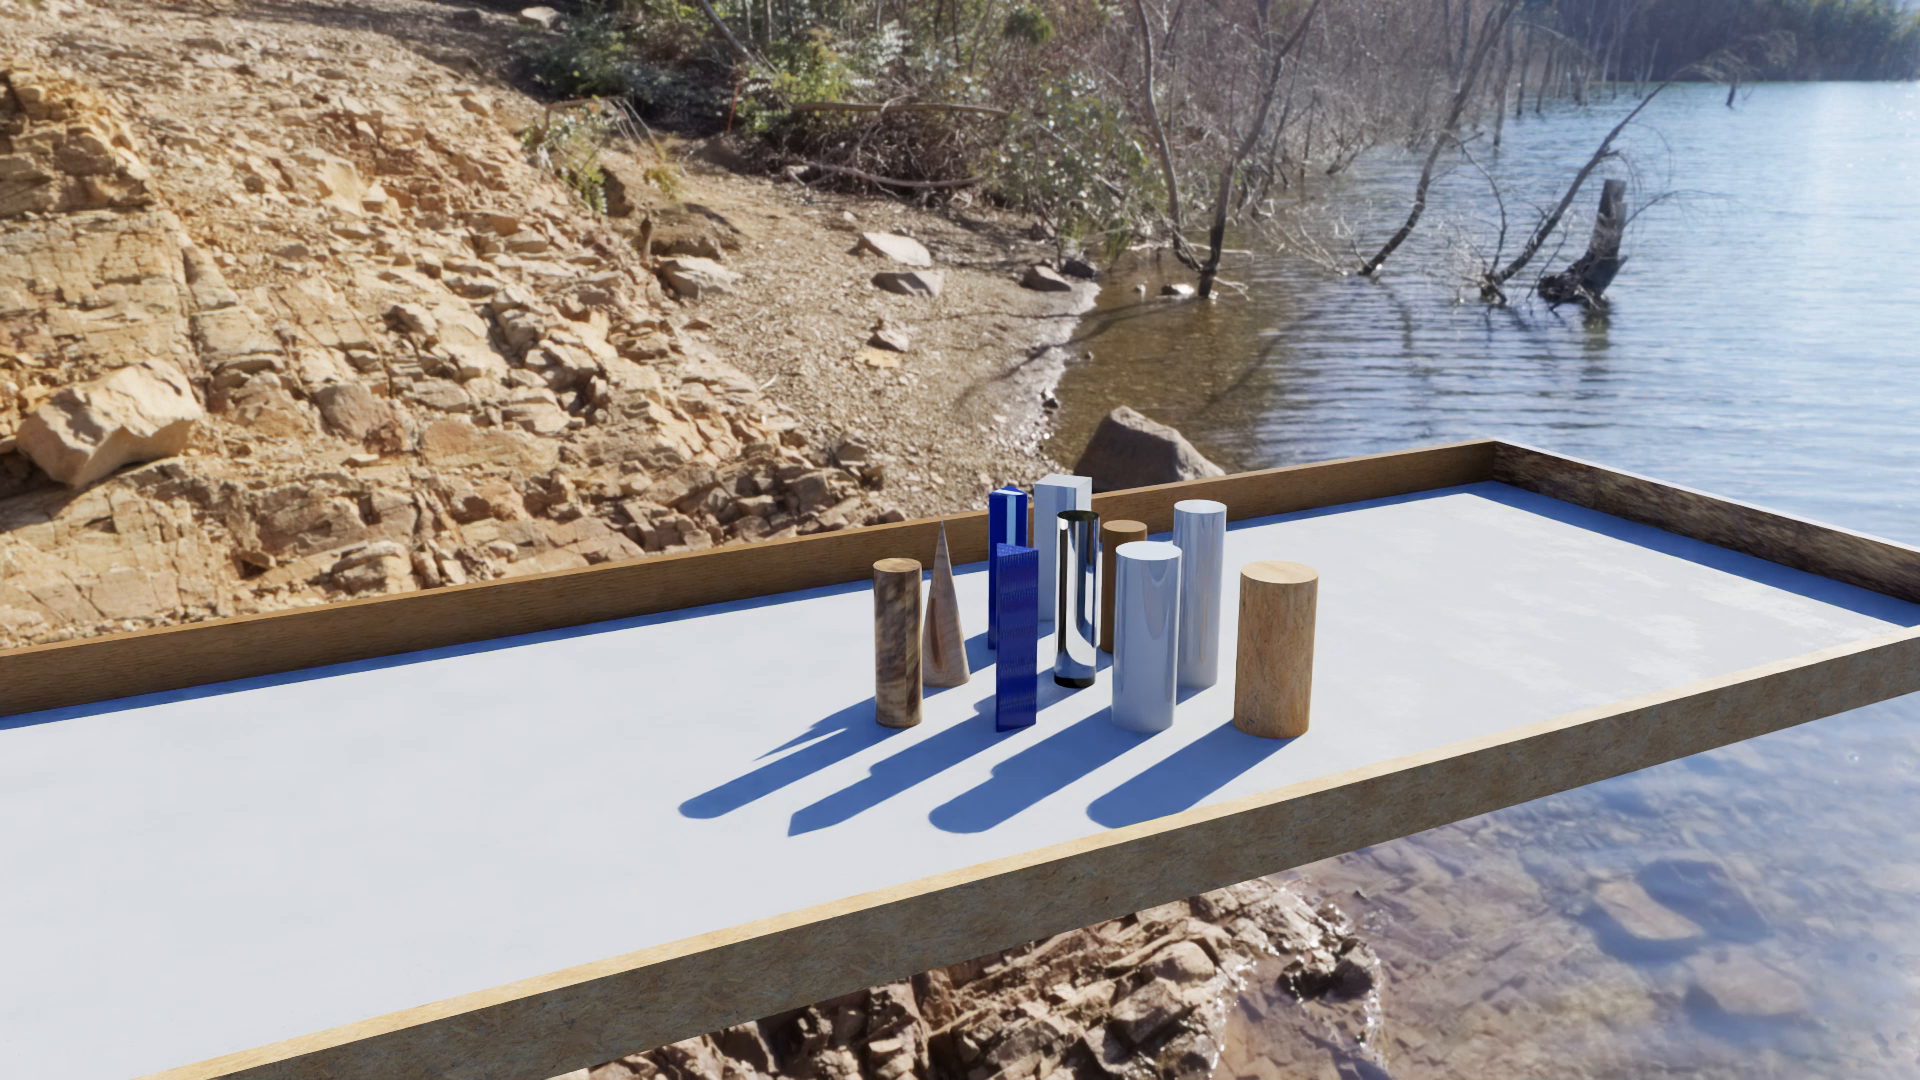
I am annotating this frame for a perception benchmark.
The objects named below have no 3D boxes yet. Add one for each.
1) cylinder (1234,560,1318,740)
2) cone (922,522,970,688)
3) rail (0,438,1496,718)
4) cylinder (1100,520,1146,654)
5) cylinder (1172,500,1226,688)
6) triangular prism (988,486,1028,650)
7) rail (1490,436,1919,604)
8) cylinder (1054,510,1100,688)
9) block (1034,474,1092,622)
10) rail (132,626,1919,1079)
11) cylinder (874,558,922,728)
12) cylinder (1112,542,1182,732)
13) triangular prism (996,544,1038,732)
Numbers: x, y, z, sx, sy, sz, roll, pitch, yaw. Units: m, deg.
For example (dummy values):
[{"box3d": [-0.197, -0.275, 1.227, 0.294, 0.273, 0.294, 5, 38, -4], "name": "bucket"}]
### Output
[{"box3d": [0.731, 0.253, 3.826, 0.176, 0.376, 0.176, 0, 16, 0], "name": "cylinder"}, {"box3d": [-0.044, 0.145, 4.110, 0.142, 0.424, 0.142, 0, 16, 0], "name": "cone"}, {"box3d": [-3.305, 0.497, 3.399, 12.000, 0.150, 0.050, -9, 18, -27], "name": "rail"}, {"box3d": [0.429, 0.124, 4.336, 0.115, 0.335, 0.115, 0, 16, 0], "name": "cylinder"}, {"box3d": [0.588, 0.134, 4.098, 0.127, 0.451, 0.127, 0, 16, 0], "name": "cylinder"}, {"box3d": [0.127, 0.074, 4.349, 0.099, 0.426, 0.086, 1, 16, 3], "name": "triangular prism"}, {"box3d": [2.466, -0.048, 5.253, 0.050, 0.150, 2.100, -9, 18, -27], "name": "rail"}, {"box3d": [0.289, 0.147, 4.089, 0.105, 0.432, 0.105, 0, 16, 0], "name": "cylinder"}, {"box3d": [0.283, 0.023, 4.585, 0.123, 0.390, 0.123, 7, 18, 23], "name": "block"}, {"box3d": [-2.336, 1.006, 1.665, 12.000, 0.150, 0.050, -9, 18, -27], "name": "rail"}, {"box3d": [-0.144, 0.241, 3.854, 0.112, 0.383, 0.112, 0, 16, 0], "name": "cylinder"}, {"box3d": [0.433, 0.225, 3.847, 0.151, 0.418, 0.151, 0, 16, 0], "name": "cylinder"}, {"box3d": [0.110, 0.223, 3.837, 0.108, 0.427, 0.093, -9, 19, -28], "name": "triangular prism"}]
